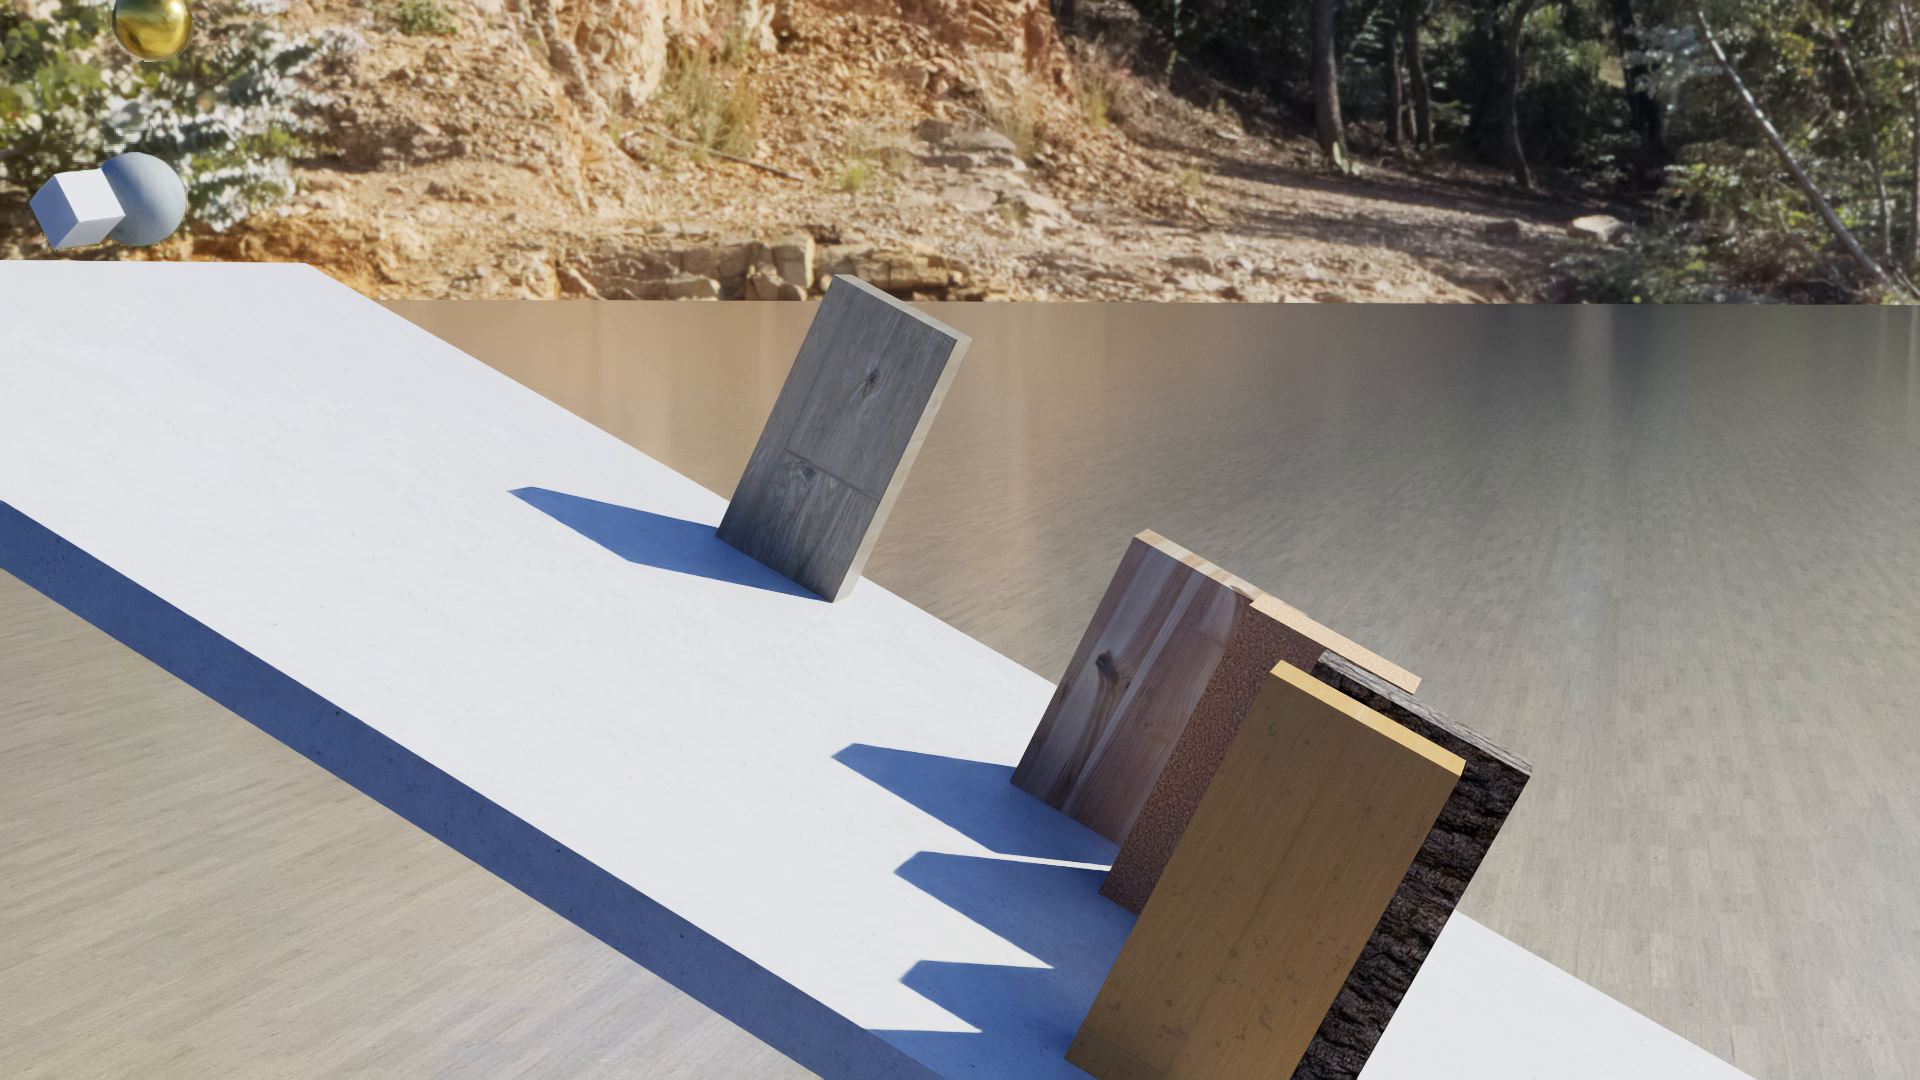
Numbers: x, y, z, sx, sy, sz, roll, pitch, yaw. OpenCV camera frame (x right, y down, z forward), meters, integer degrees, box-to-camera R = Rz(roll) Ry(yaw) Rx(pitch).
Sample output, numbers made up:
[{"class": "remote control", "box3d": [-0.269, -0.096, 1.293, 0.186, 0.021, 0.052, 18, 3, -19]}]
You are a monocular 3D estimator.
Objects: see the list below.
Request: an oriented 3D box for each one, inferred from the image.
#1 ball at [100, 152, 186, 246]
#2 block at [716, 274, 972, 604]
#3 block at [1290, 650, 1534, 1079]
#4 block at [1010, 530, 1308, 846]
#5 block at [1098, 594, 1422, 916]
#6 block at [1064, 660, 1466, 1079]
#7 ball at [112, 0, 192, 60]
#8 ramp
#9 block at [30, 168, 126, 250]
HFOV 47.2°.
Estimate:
[{"class": "ball", "box3d": [-1.811, -0.749, 4.838, 0.203, 0.203, 0.203, 0, 7, 0]}, {"class": "block", "box3d": [-0.261, -0.225, 4.880, 0.314, 0.652, 0.114, 29, 14, 12]}, {"class": "block", "box3d": [0.606, 0.554, 3.582, 0.372, 0.643, 0.108, 29, 14, 12]}, {"class": "block", "box3d": [0.383, 0.310, 4.274, 0.351, 0.553, 0.127, 29, 14, 12]}, {"class": "block", "box3d": [0.536, 0.444, 3.951, 0.319, 0.602, 0.149, 29, 14, 12]}, {"class": "block", "box3d": [0.443, 0.549, 3.239, 0.301, 0.676, 0.105, 29, 14, 12]}, {"class": "ball", "box3d": [-1.730, -1.110, 4.709, 0.163, 0.163, 0.163, 0, 7, 0]}, {"class": "ramp", "box3d": [-0.244, 0.409, 4.159, 4.000, 0.100, 2.000, 29, 14, 12]}, {"class": "block", "box3d": [-1.889, -0.708, 4.705, 0.116, 0.116, 0.116, -31, -4, 35]}]
